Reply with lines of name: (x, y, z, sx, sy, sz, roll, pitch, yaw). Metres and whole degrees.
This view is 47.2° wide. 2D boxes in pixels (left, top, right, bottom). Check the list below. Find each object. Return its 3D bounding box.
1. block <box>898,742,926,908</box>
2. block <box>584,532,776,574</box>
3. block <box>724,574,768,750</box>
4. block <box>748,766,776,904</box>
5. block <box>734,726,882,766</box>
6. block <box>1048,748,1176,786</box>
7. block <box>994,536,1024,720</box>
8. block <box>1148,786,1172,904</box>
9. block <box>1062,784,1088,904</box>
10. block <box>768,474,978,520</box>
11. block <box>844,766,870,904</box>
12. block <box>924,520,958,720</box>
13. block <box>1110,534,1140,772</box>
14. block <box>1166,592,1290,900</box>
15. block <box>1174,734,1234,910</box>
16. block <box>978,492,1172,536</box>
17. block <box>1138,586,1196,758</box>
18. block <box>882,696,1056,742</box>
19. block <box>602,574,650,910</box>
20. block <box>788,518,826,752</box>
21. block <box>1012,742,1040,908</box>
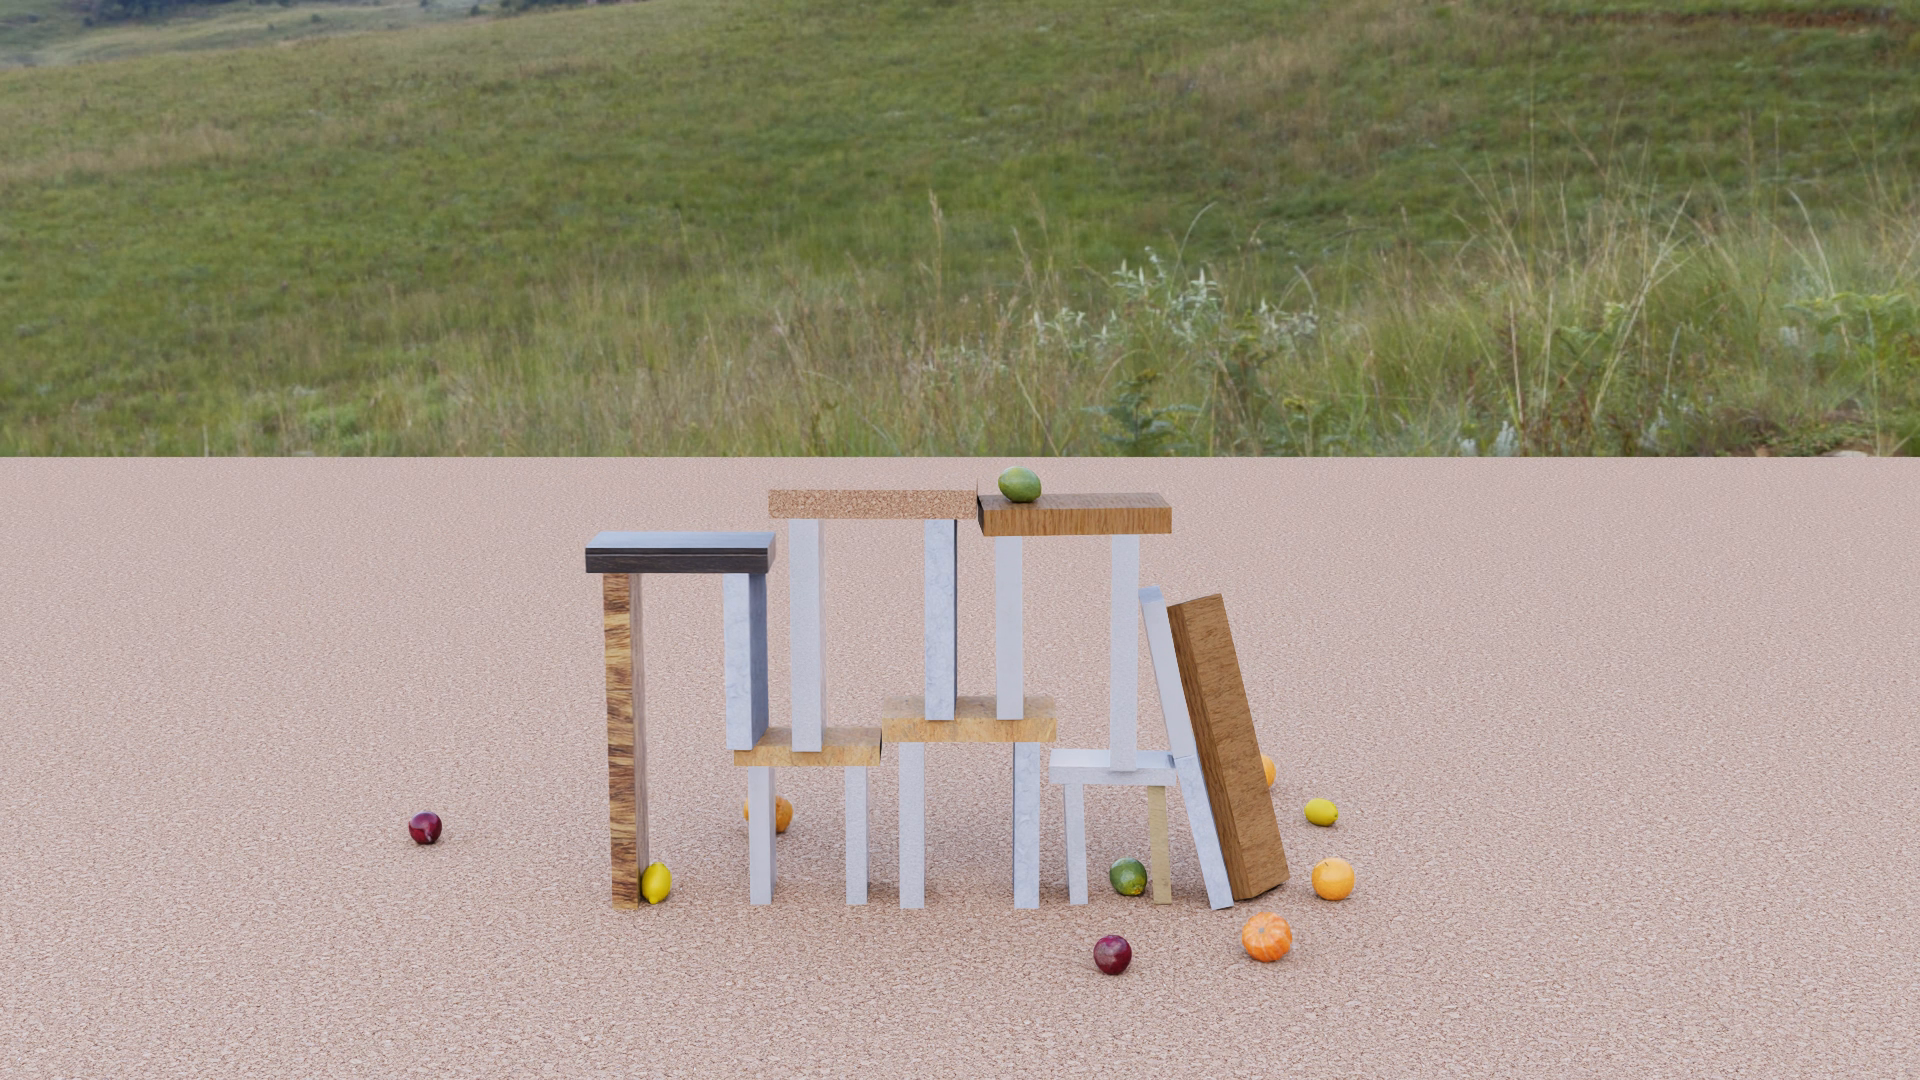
block: (-0.079, 0.452, 3.642, 0.040, 0.282, 0.141, 0, 11, 0)
block: (-0.449, 0.020, 3.560, 0.290, 0.041, 0.145, 0, 11, 0)
block: (-0.348, 0.183, 3.589, 0.041, 0.290, 0.145, 1, 11, 6)
block: (-0.328, 0.473, 3.652, 0.034, 0.237, 0.118, 0, 11, 0)
block: (-0.249, 0.340, 3.626, 0.237, 0.034, 0.118, 0, 11, 0)
block: (0.251, 0.374, 3.618, 0.206, 0.029, 0.103, 1, 11, 4)
block: (0.079, 0.128, 3.577, 0.042, 0.299, 0.149, -1, 11, 1)
block: (0.330, 0.489, 3.647, 0.029, 0.206, 0.103, -3, 10, 5)
block: (0.190, 0.489, 3.647, 0.029, 0.206, 0.103, -3, 11, 0)
block: (-0.136, -0.071, 3.545, 0.328, 0.046, 0.164, 0, 11, 1)
block: (-0.170, 0.473, 3.653, 0.034, 0.237, 0.118, 0, 11, 0)
block: (-0.030, 0.113, 3.579, 0.046, 0.328, 0.164, 0, 11, 2)
block: (0.267, 0.169, 3.584, 0.042, 0.385, 0.149, 1, 11, 3)
block: (0.447, 0.342, 3.676, 0.037, 0.495, 0.130, -15, -2, 37)
block: (0.402, 0.464, 3.631, 0.037, 0.260, 0.130, -14, 9, 7)
block: (0.182, -0.042, 3.553, 0.299, 0.042, 0.149, -1, 11, -3)
block: (0.337, 0.214, 3.597, 0.037, 0.260, 0.130, -12, 9, 3)
block: (0.015, 0.294, 3.613, 0.282, 0.040, 0.141, 0, 11, 0)
block: (-0.547, 0.315, 3.615, 0.041, 0.560, 0.145, 0, 11, 0)
block: (-0.247, 0.139, 3.581, 0.046, 0.379, 0.164, 0, 11, 0)
block: (0.109, 0.452, 3.642, 0.040, 0.282, 0.141, 0, 11, 0)
